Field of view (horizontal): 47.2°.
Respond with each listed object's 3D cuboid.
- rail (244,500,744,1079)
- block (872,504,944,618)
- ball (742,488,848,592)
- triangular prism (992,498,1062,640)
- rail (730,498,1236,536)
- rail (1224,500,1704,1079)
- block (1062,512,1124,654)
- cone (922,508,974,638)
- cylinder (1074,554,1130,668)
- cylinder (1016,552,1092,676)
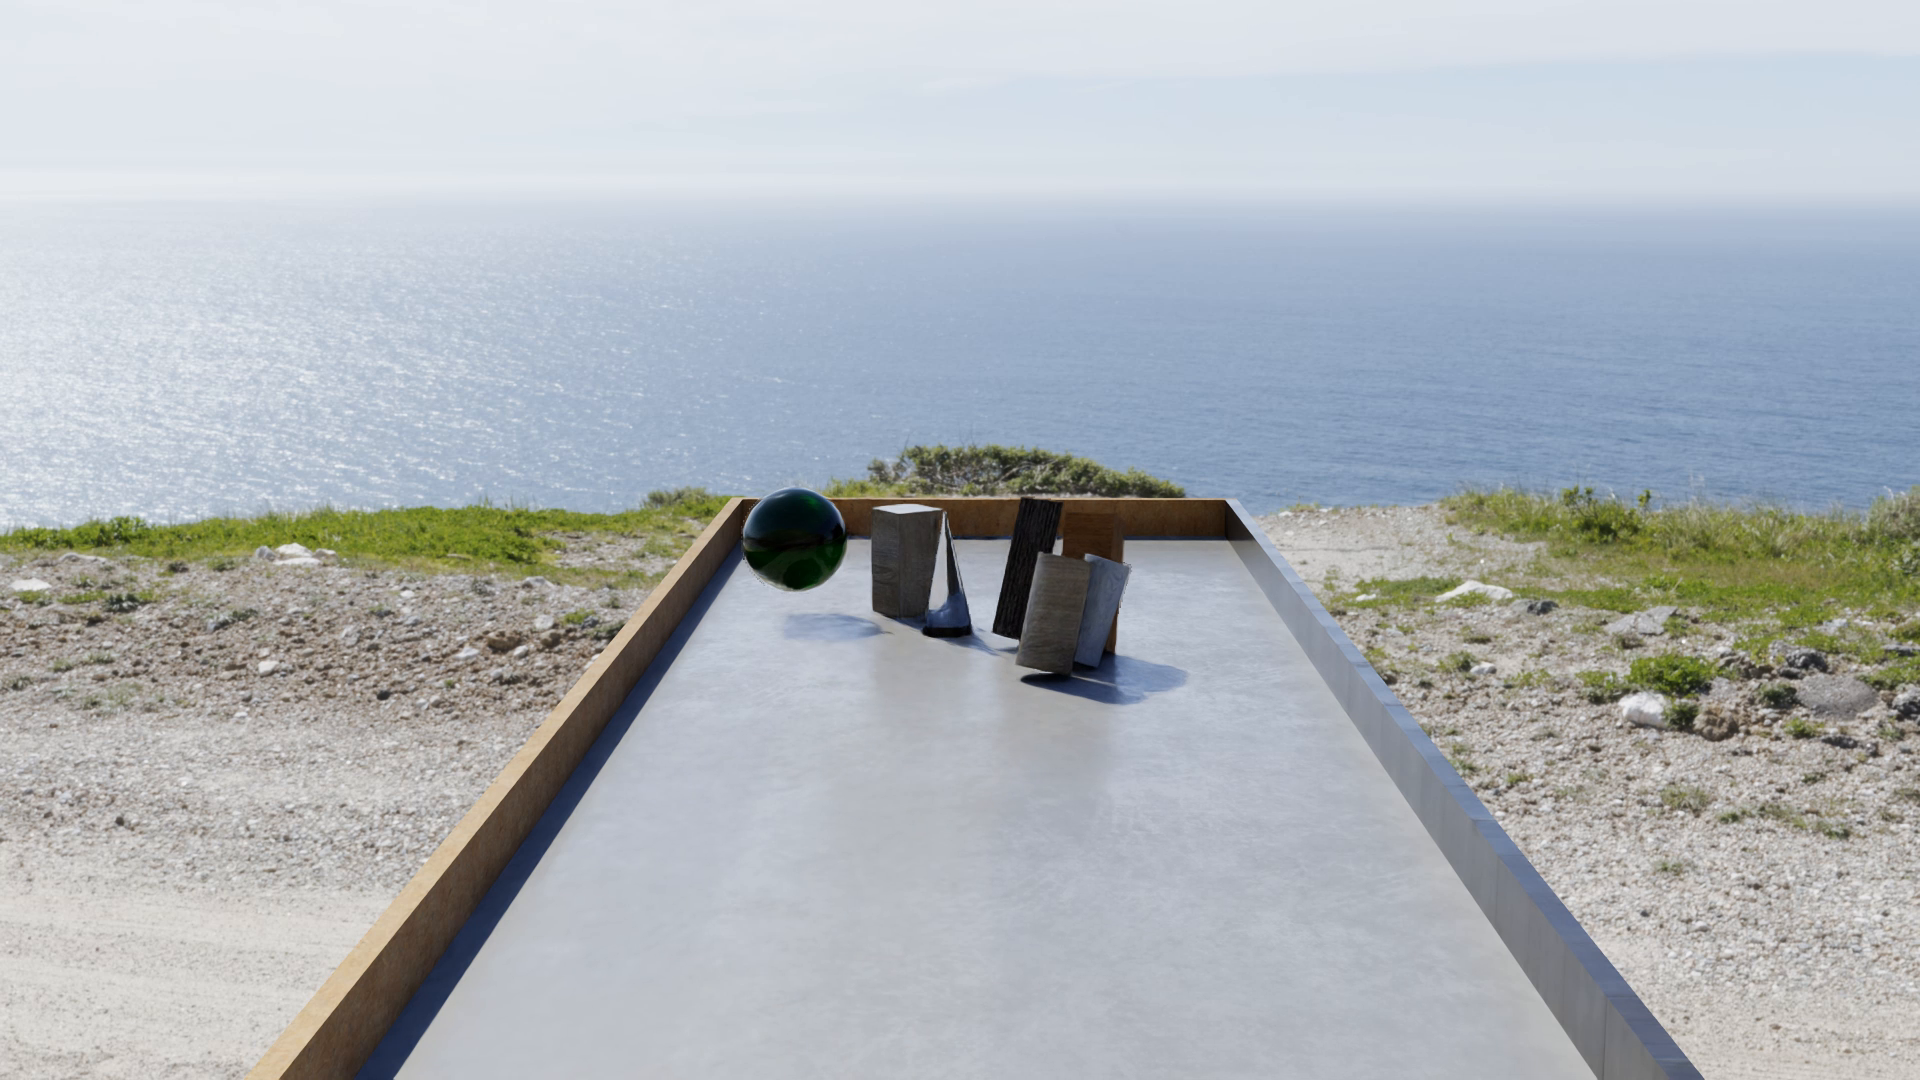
[{"bbox_3d":[-1.004,0.839,3.234,0.050,0.150,12.000,0,9,1],"label":"rail"},{"bbox_3d":[-0.178,0.069,7.443,0.175,0.354,0.175,-6,11,-34],"label":"block"},{"bbox_3d":[-0.555,-0.001,7.400,0.353,0.353,0.353,0,9,0],"label":"ball"},{"bbox_3d":[0.238,0.101,6.918,0.147,0.439,0.128,8,-9,30],"label":"triangular prism"},{"bbox_3d":[0.099,-0.098,9.147,2.100,0.150,0.050,0,9,1],"label":"rail"},{"bbox_3d":[1.046,0.843,3.208,0.050,0.150,12.000,0,9,1],"label":"rail"},{"bbox_3d":[0.400,0.133,6.762,0.155,0.414,0.155,3,-7,17],"label":"block"},{"bbox_3d":[-0.044,0.096,7.077,0.170,0.411,0.170,-1,8,0],"label":"cone"},{"bbox_3d":[0.395,0.210,6.581,0.138,0.316,0.138,18,0,0],"label":"cylinder"},{"bbox_3d":[0.276,0.218,6.454,0.165,0.337,0.165,12,-2,1],"label":"cylinder"}]
